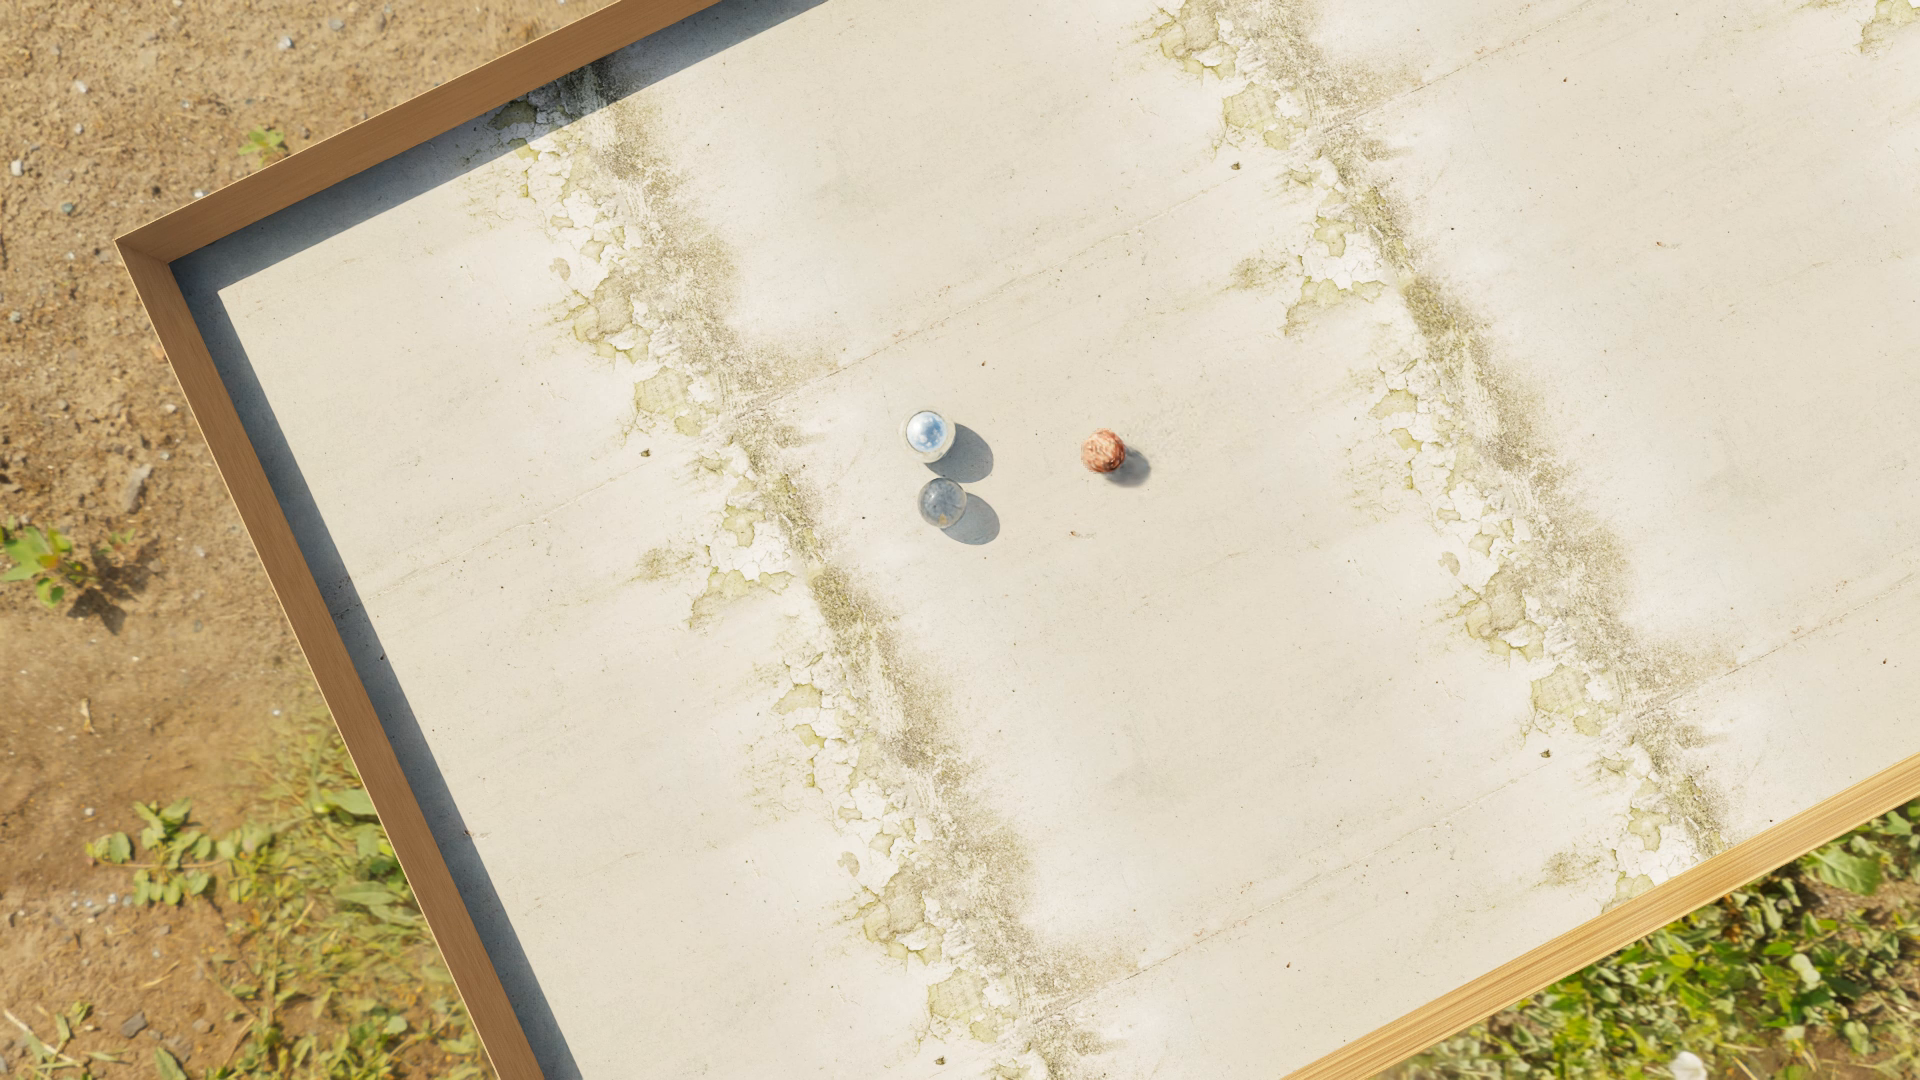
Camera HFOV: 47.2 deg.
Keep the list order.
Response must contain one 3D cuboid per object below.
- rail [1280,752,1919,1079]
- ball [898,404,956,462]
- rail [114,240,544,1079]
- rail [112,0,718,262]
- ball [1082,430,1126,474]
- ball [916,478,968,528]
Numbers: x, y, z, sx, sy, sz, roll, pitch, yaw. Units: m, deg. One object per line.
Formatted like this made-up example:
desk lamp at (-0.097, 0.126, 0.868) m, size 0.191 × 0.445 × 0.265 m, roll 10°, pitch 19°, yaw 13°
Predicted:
rail at (1.237, 0.410, 3.186) m, size 3.693 × 0.112 × 0.045 m, roll -26°, pitch 84°, yaw -3°
ball at (-0.049, -0.158, 3.271) m, size 0.086 × 0.086 × 0.086 m, roll 0°, pitch 83°, yaw 0°
rail at (-0.806, 0.395, 3.187) m, size 0.045 × 0.112 × 1.892 m, roll -26°, pitch 84°, yaw -3°
rail at (0.417, -1.229, 3.391) m, size 3.693 × 0.112 × 0.045 m, roll -26°, pitch 84°, yaw -3°
ball at (0.215, -0.132, 3.279) m, size 0.064 × 0.064 × 0.064 m, roll 0°, pitch 83°, yaw 0°
ball at (-0.027, -0.055, 3.263) m, size 0.075 × 0.075 × 0.075 m, roll 0°, pitch 83°, yaw 0°
